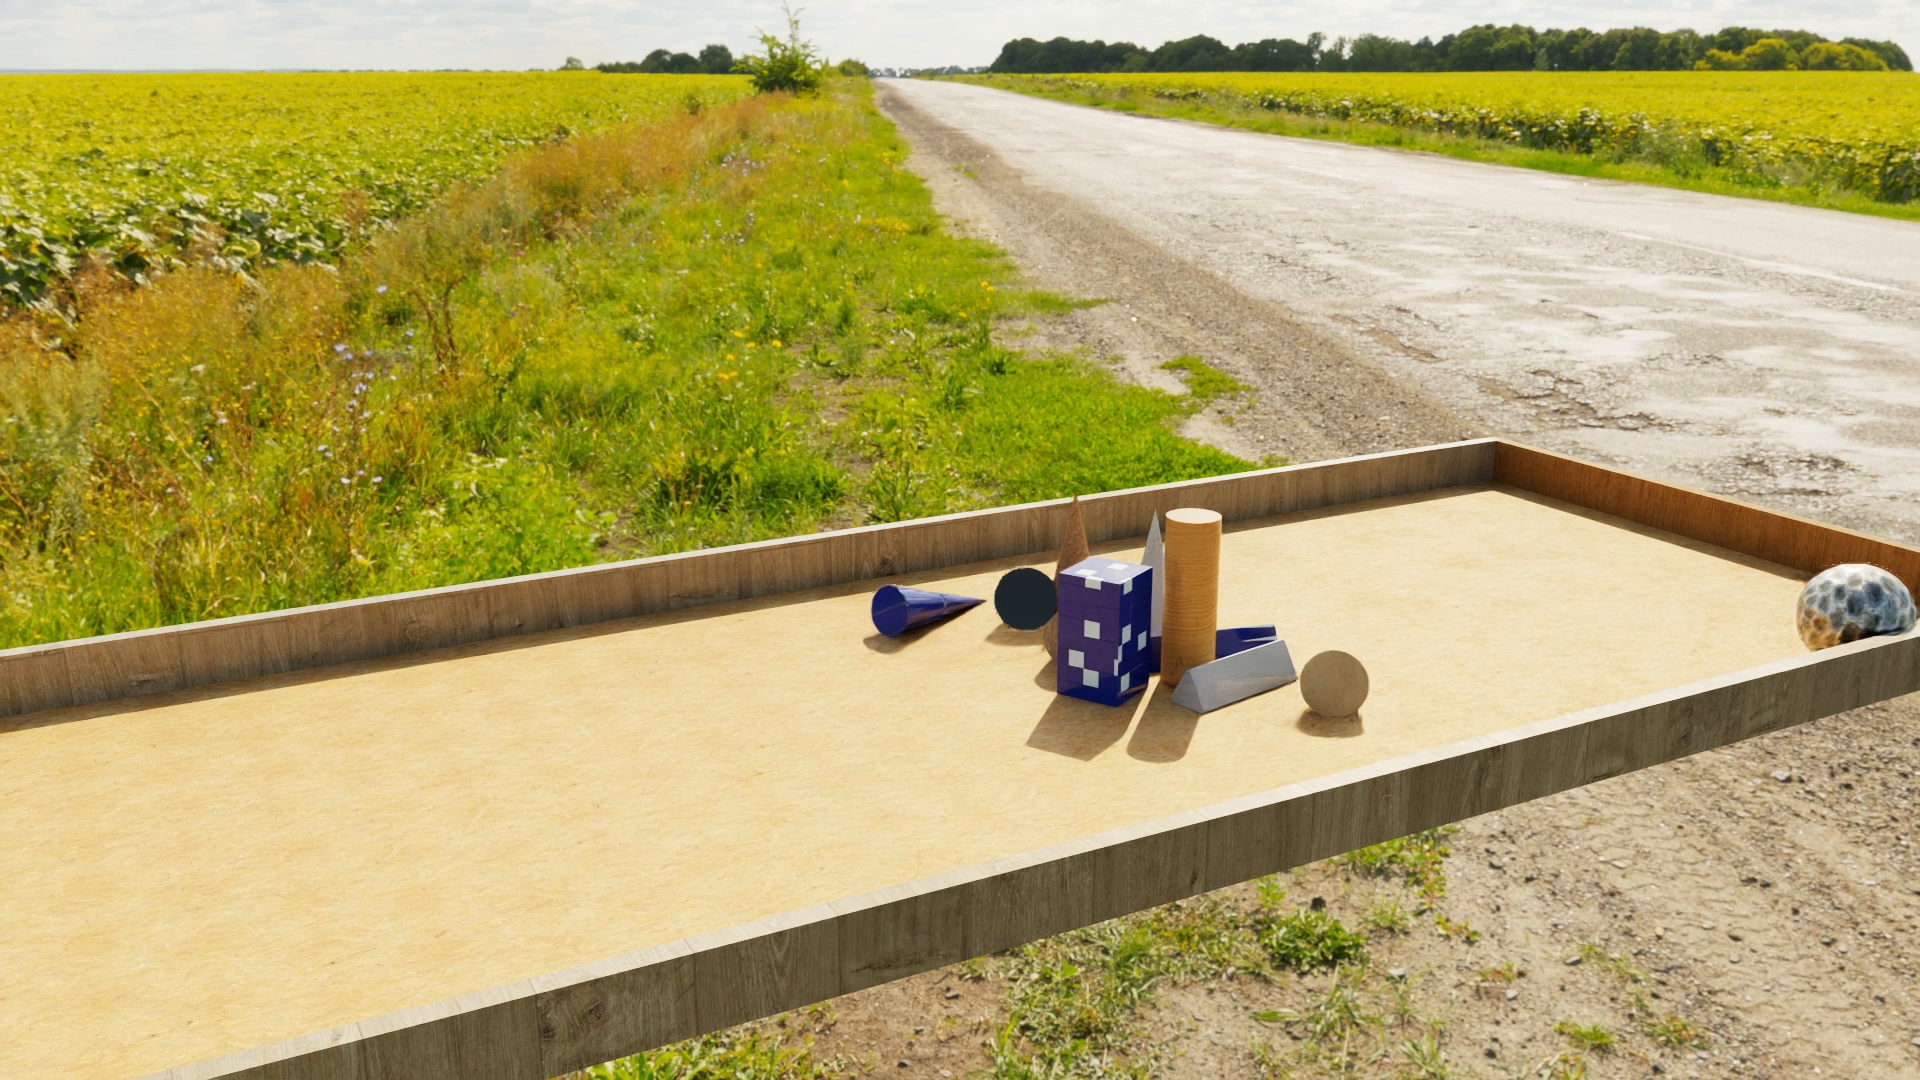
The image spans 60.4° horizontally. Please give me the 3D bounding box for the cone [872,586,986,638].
[{"bbox_3d":[-0.054,0.184,4.608,0.138,0.138,0.411,14,12,40],"label":"cone"}]

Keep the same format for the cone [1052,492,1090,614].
[{"bbox_3d":[0.322,0.028,4.632,0.153,0.355,0.153,0,16,0],"label":"cone"}]

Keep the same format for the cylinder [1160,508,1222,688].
[{"bbox_3d":[0.572,0.147,4.093,0.136,0.430,0.136,0,16,0],"label":"cylinder"}]

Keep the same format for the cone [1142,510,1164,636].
[{"bbox_3d":[0.510,0.098,4.350,0.164,0.379,0.164,0,16,0],"label":"cone"}]

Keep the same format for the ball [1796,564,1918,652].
[{"bbox_3d":[2.281,0.196,4.201,0.274,0.274,0.274,0,16,0],"label":"ball"}]

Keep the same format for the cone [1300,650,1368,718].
[{"bbox_3d":[0.930,0.335,4.076,0.161,0.161,0.335,4,3,14],"label":"cone"}]

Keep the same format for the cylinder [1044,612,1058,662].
[{"bbox_3d":[0.344,0.211,4.352,0.160,0.160,0.328,6,17,19],"label":"cylinder"}]

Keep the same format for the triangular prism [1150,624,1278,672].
[{"bbox_3d":[0.618,0.275,4.271,0.426,0.080,0.092,-5,17,-15],"label":"triangular prism"}]

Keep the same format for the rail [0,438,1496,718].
[{"bbox_3d":[-3.305,0.497,3.399,12.000,0.150,0.050,-9,18,-27],"label":"rail"}]

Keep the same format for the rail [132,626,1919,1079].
[{"bbox_3d":[-2.336,1.006,1.665,12.000,0.150,0.050,-9,18,-27],"label":"rail"}]

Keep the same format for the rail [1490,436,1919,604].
[{"bbox_3d":[2.466,-0.048,5.253,0.050,0.150,2.100,-9,18,-27],"label":"rail"}]

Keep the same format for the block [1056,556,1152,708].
[{"bbox_3d":[0.355,0.222,4.046,0.167,0.312,0.167,11,19,32],"label":"block"}]

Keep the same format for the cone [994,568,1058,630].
[{"bbox_3d":[0.204,0.154,4.681,0.174,0.174,0.354,2,3,8],"label":"cone"}]

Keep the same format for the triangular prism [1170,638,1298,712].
[{"bbox_3d":[0.681,0.325,4.071,0.344,0.095,0.110,-13,21,-37],"label":"triangular prism"}]
